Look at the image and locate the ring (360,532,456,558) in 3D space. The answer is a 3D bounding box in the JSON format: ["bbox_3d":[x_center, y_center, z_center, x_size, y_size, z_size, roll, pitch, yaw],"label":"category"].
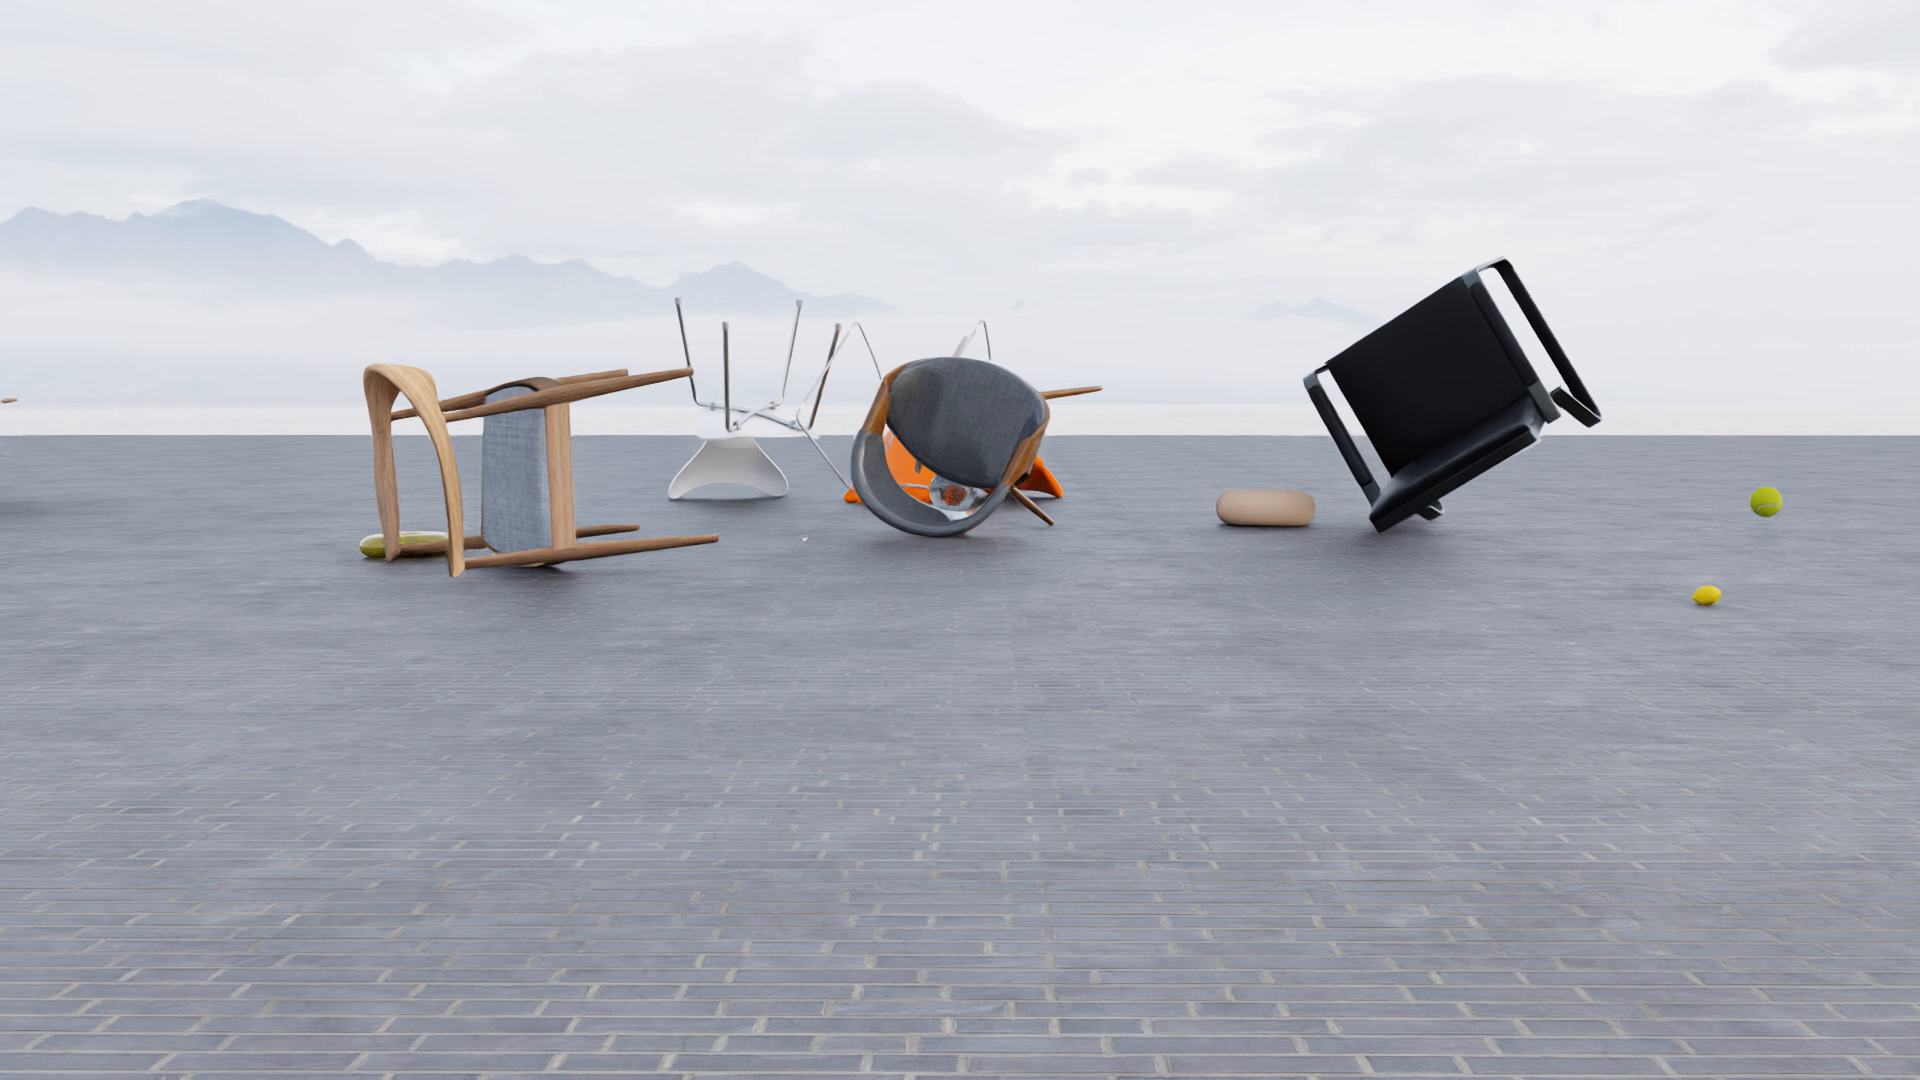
[{"bbox_3d":[-1.484,0.013,5.910,0.261,0.062,0.216,-4,5,-42],"label":"ring"}]

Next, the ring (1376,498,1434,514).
[{"bbox_3d":[1.624,-0.124,8.011,0.259,0.048,0.142,-3,6,-33],"label":"ring"}]

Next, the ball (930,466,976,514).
[{"bbox_3d":[-0.026,-0.178,7.892,0.170,0.170,0.170,0,4,0],"label":"ball"}]

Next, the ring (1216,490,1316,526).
[{"bbox_3d":[1.011,-0.107,7.283,0.333,0.114,0.288,0,3,-12],"label":"ring"}]
